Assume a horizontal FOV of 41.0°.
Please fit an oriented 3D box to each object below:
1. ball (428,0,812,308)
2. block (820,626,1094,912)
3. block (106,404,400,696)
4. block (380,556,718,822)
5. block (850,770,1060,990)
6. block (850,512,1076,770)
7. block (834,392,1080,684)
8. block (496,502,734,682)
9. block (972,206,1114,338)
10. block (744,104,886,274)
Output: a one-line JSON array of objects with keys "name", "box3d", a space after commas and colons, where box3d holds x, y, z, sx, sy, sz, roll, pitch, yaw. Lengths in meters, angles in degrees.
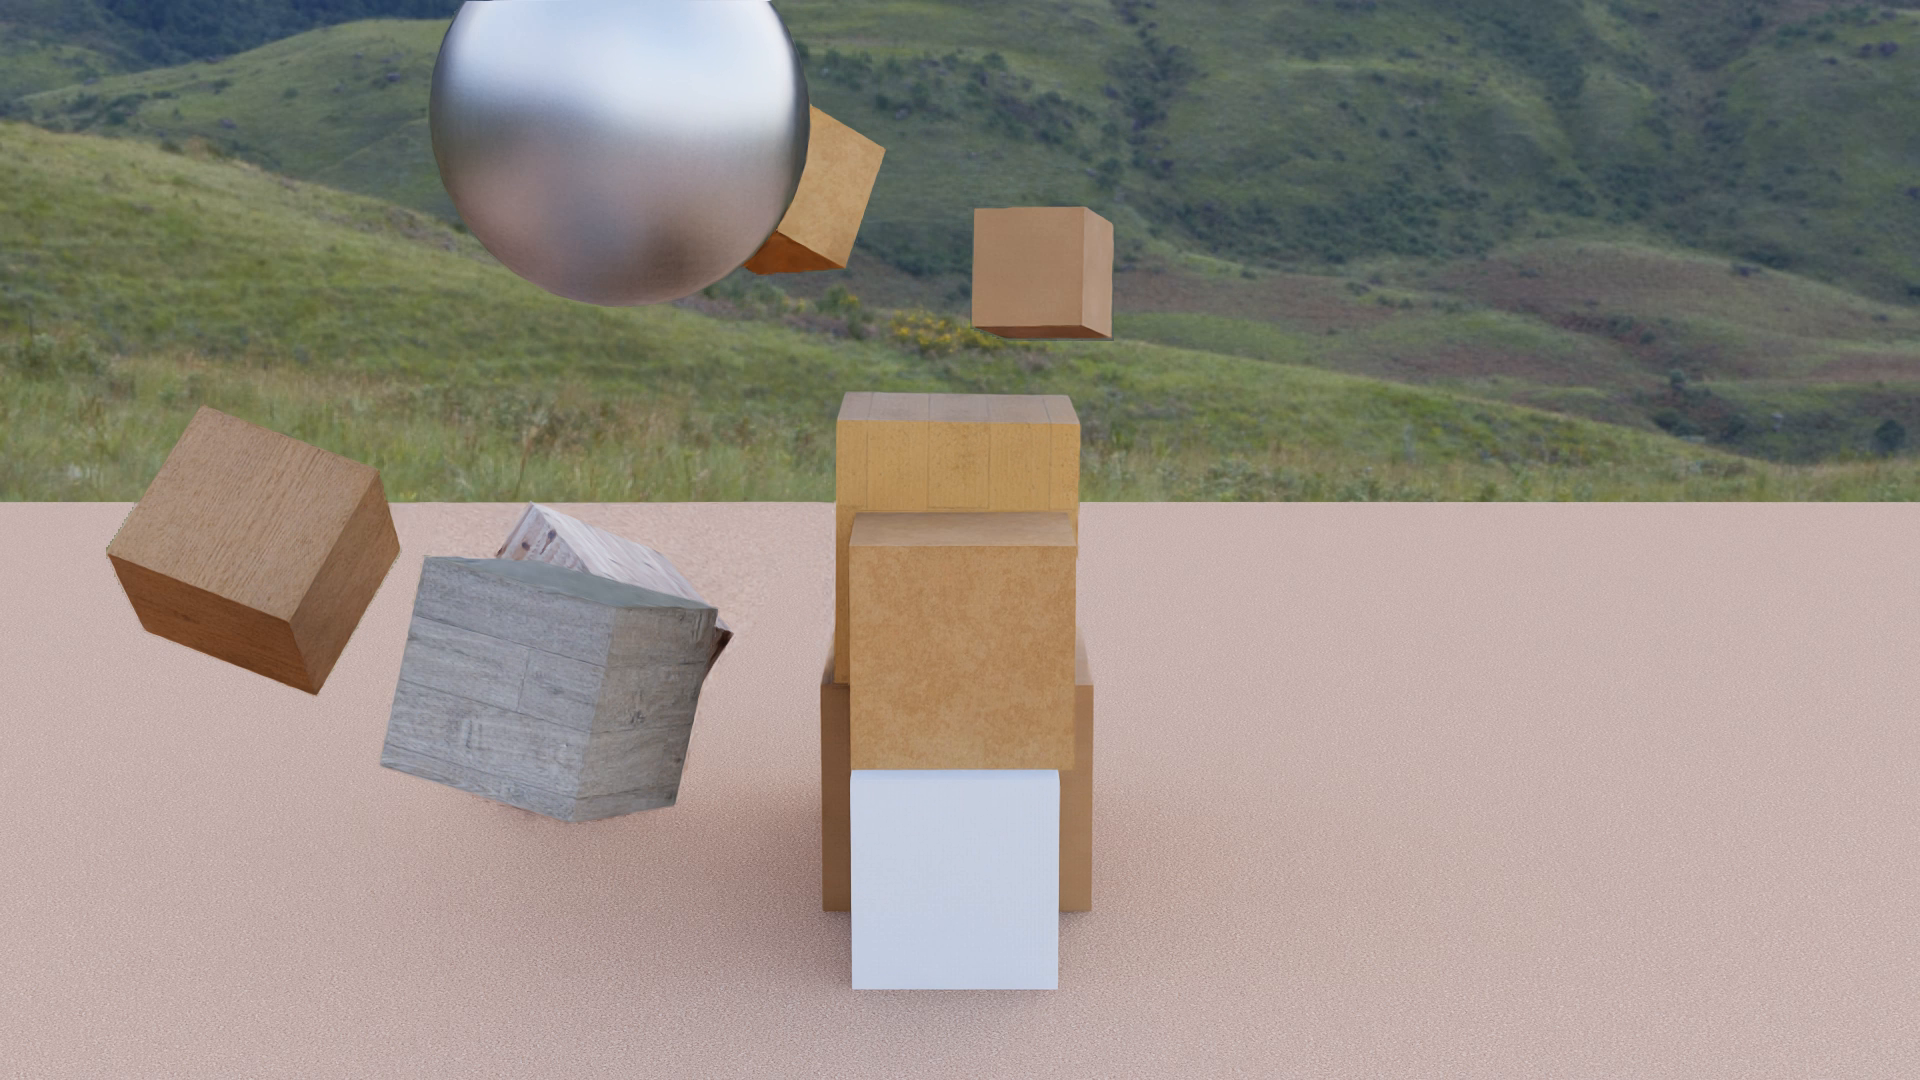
[{"name": "ball", "box3d": [-1.430, -1.787, 10.855, 1.600, 1.600, 1.600, 0, 10, 0]}, {"name": "block", "box3d": [-0.012, 0.988, 11.375, 1.142, 0.987, 1.155, 0, 10, 0]}, {"name": "block", "box3d": [-3.479, 0.055, 12.742, 0.967, 0.910, 0.806, 20, -29, 8]}, {"name": "block", "box3d": [-1.585, 0.564, 10.005, 0.831, 0.816, 0.904, 14, 3, 19]}, {"name": "block", "box3d": [-0.019, 1.248, 10.351, 0.800, 0.840, 0.933, 0, 10, 0]}, {"name": "block", "box3d": [0.008, 0.389, 10.254, 0.867, 0.885, 0.761, 0, 10, 0]}, {"name": "block", "box3d": [-0.019, -0.025, 11.068, 0.996, 1.103, 0.984, 1, 10, -1]}, {"name": "block", "box3d": [-1.859, 0.529, 12.592, 0.871, 0.961, 0.800, 24, 13, -44]}, {"name": "block", "box3d": [0.397, -1.257, 12.134, 0.527, 0.548, 0.598, 1, -1, 16]}, {"name": "block", "box3d": [-0.946, -1.730, 12.367, 0.723, 0.628, 0.751, 26, -13, -36]}]
